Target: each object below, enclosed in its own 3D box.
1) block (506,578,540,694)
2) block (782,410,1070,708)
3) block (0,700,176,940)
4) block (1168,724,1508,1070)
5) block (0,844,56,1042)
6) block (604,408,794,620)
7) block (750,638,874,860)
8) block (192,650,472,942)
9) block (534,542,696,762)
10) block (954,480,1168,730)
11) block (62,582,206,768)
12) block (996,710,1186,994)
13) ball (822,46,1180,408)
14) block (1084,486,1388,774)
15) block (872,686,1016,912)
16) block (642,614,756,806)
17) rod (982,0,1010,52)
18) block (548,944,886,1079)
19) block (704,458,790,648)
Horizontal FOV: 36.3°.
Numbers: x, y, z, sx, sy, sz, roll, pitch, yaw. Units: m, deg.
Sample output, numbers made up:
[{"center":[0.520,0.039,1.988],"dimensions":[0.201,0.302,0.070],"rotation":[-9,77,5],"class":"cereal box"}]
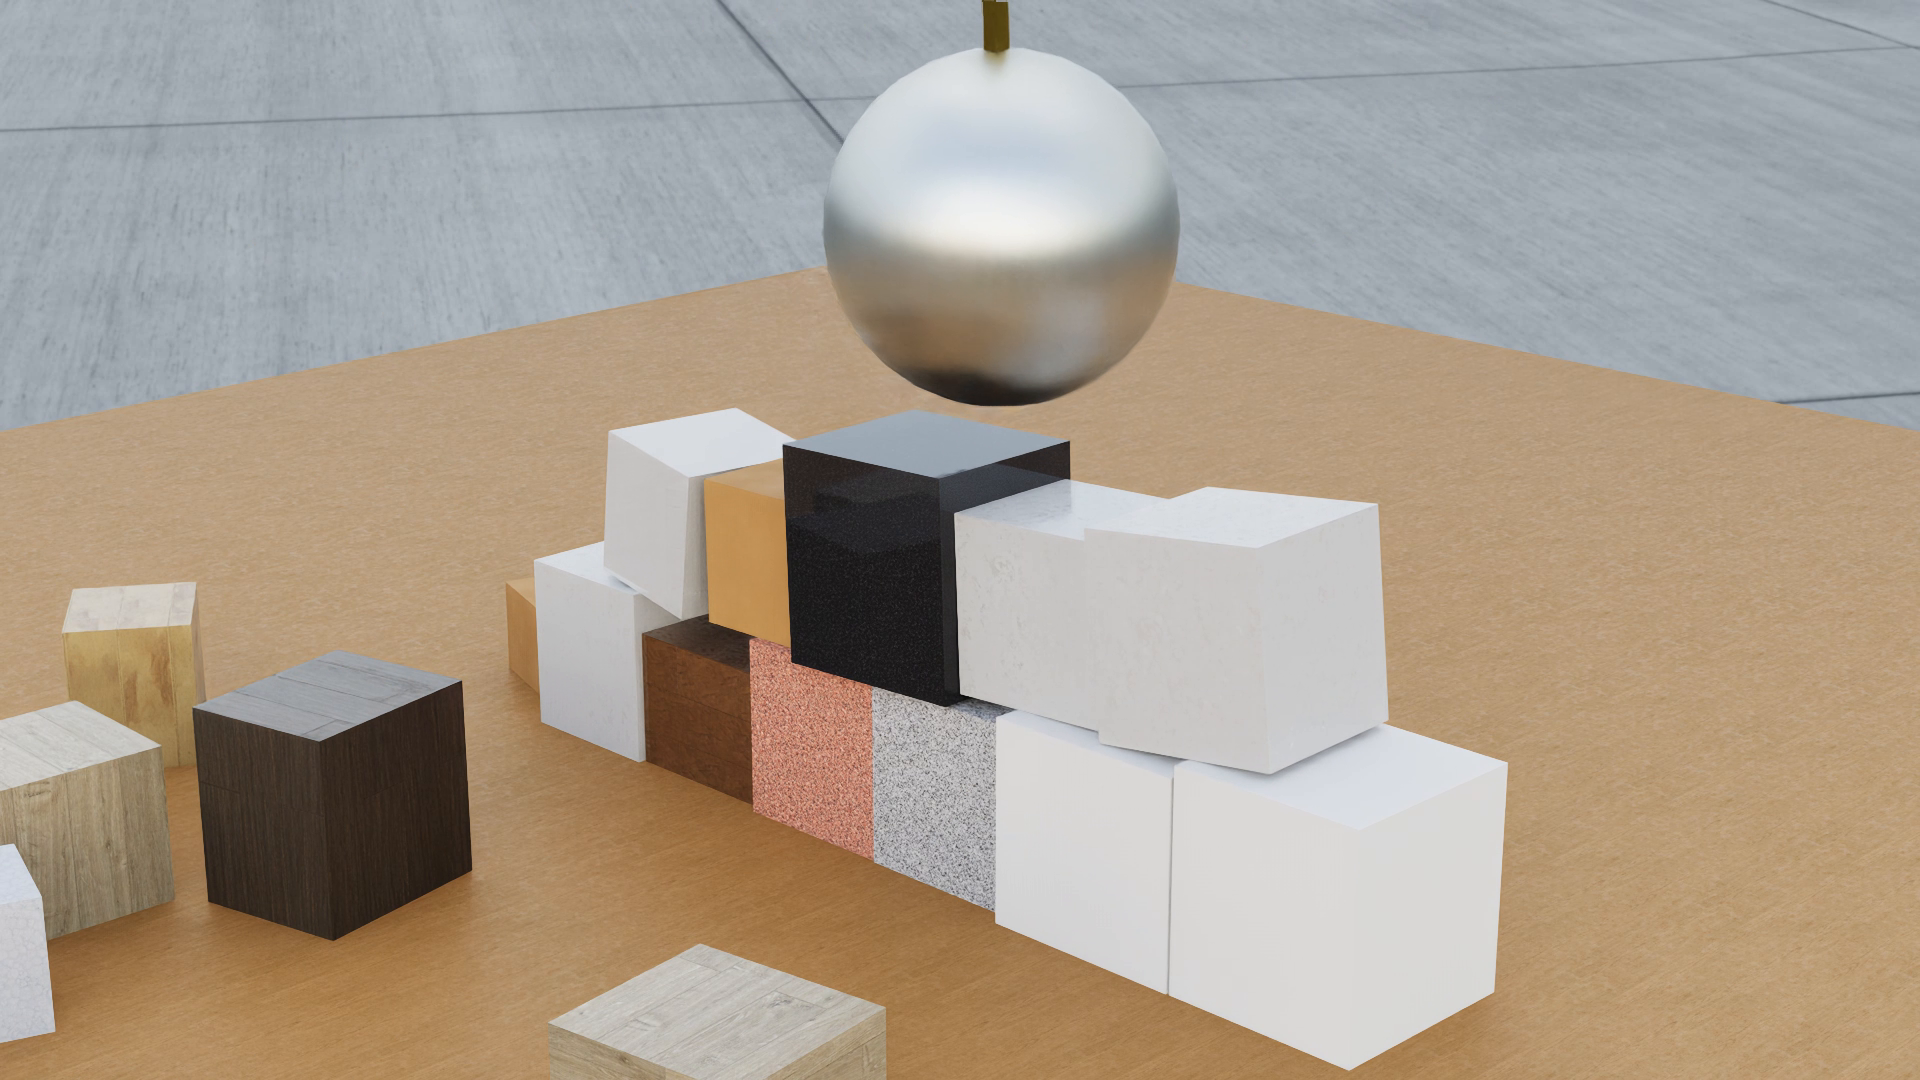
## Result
[{"center":[-2.138,0.499,15.933],"dimensions":[0.490,0.494,0.536],"rotation":[-9,19,-26],"class":"block"},{"center":[-0.142,0.059,13.424],"dimensions":[0.987,1.044,0.856],"rotation":[13,22,42],"class":"block"},{"center":[-4.082,1.258,13.104],"dimensions":[0.769,0.742,0.791],"rotation":[-16,23,-41],"class":"block"},{"center":[1.559,1.409,12.138],"dimensions":[0.988,1.033,0.946],"rotation":[-17,24,-42],"class":"block"},{"center":[-4.149,1.689,11.971],"dimensions":[0.720,0.600,0.605],"rotation":[-9,19,-26],"class":"block"},{"center":[-1.250,-0.143,14.624],"dimensions":[0.766,0.744,0.710],"rotation":[-13,28,-37],"class":"block"},{"center":[-0.409,0.895,14.031],"dimensions":[0.849,0.880,0.817],"rotation":[16,24,42],"class":"block"},{"center":[-2.811,1.128,13.199],"dimensions":[0.767,0.933,0.902],"rotation":[11,20,31],"class":"block"},{"center":[-1.596,0.519,15.210],"dimensions":[0.806,0.889,0.870],"rotation":[17,24,42],"class":"block"},{"center":[0.532,0.268,12.862],"dimensions":[0.805,0.830,0.735],"rotation":[13,21,42],"class":"block"},{"center":[-4.183,0.691,14.902],"dimensions":[0.616,0.745,0.697],"rotation":[-4,18,-11],"class":"block"},{"center":[0.862,1.229,12.812],"dimensions":[0.998,0.972,0.998],"rotation":[-17,24,-42],"class":"block"},{"center":[0.185,-1.393,13.097],"dimensions":[1.600,1.600,1.600],"rotation":[0,17,0],"class":"ball"},{"center":[1.159,0.354,12.247],"dimensions":[0.892,0.933,0.836],"rotation":[7,17,42],"class":"block"},{"center":[0.193,1.069,13.448],"dimensions":[0.855,0.897,0.821],"rotation":[17,24,42],"class":"block"},{"center":[-1.013,0.801,14.656],"dimensions":[0.753,0.683,0.861],"rotation":[-17,24,-42],"class":"block"},{"center":[0.080,-4.602,11.979],"dimensions":[0.080,5.200,0.080],"rotation":[17,26,42],"class":"rod"},{"center":[-0.859,2.054,10.518],"dimensions":[0.883,0.774,0.808],"rotation":[13,21,35],"class":"block"},{"center":[-0.738,0.050,14.056],"dimensions":[0.702,0.717,0.649],"rotation":[15,23,42],"class":"block"}]
